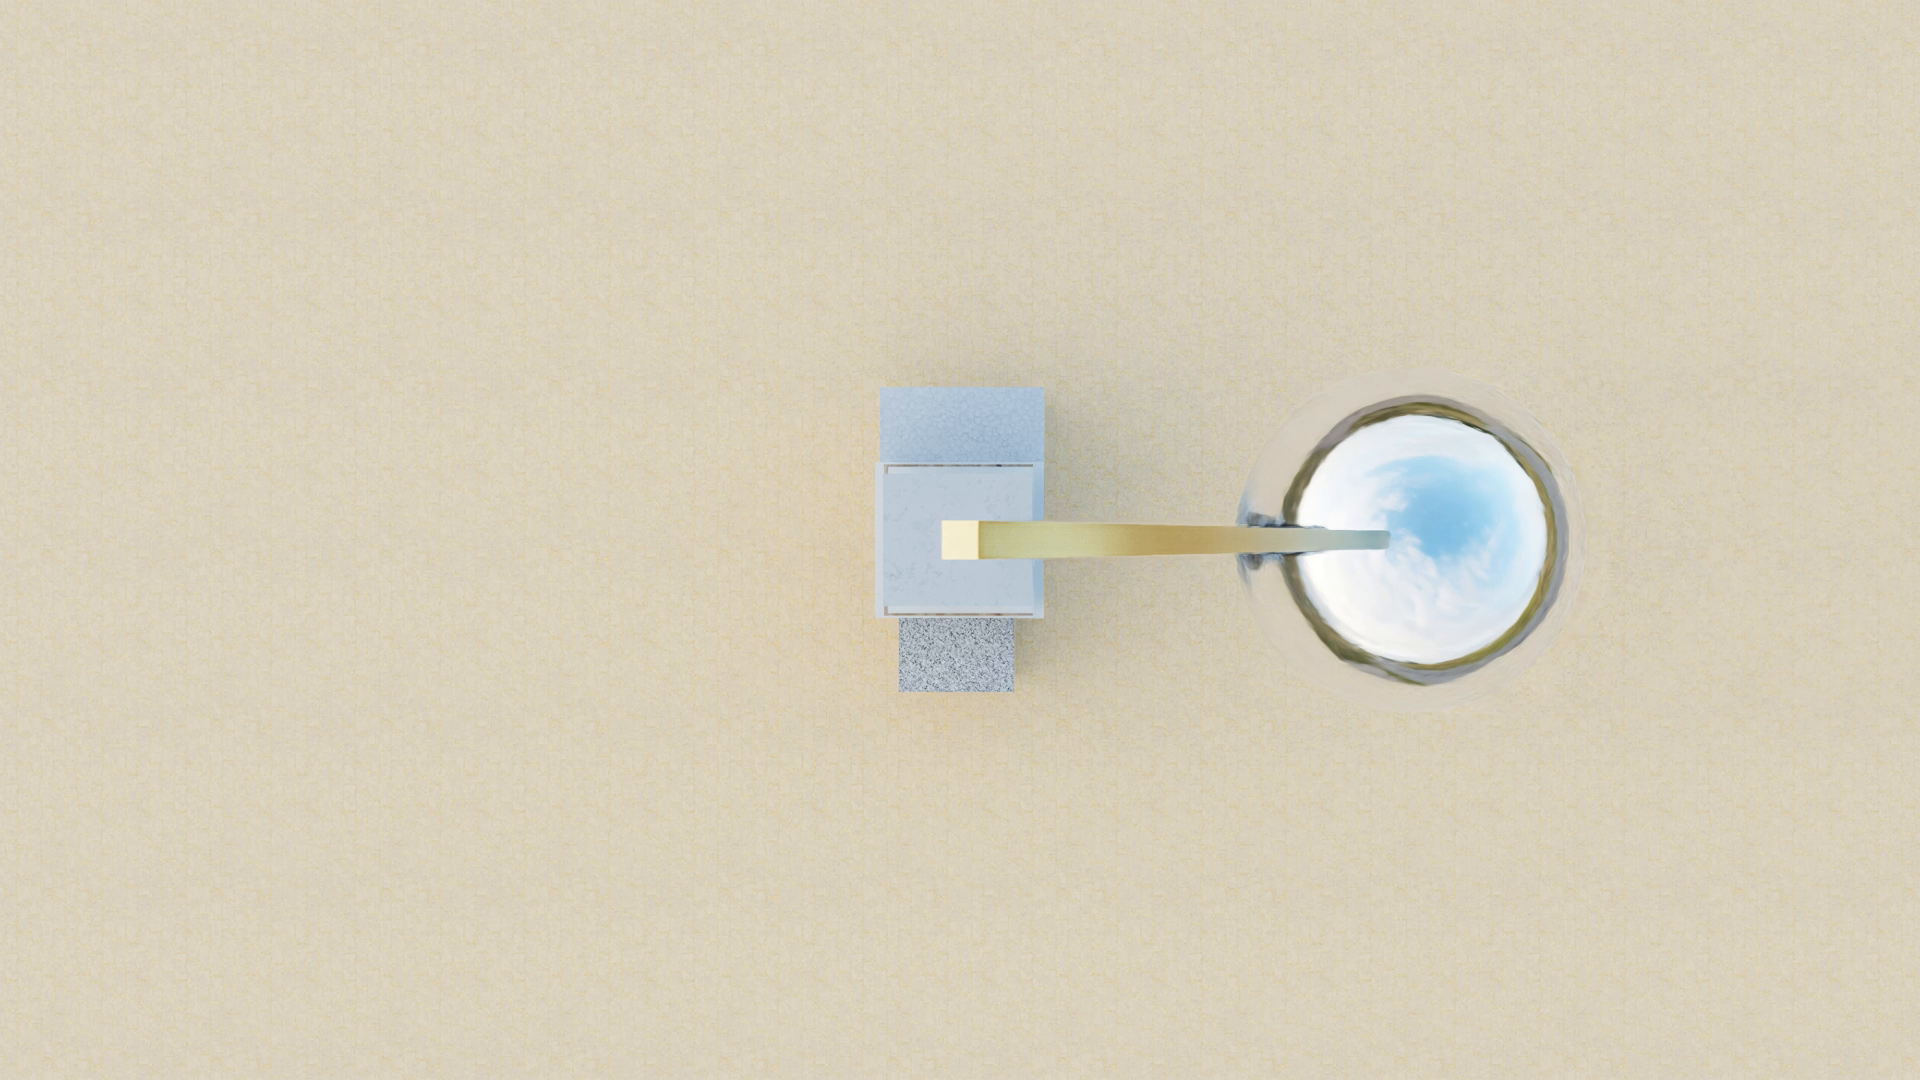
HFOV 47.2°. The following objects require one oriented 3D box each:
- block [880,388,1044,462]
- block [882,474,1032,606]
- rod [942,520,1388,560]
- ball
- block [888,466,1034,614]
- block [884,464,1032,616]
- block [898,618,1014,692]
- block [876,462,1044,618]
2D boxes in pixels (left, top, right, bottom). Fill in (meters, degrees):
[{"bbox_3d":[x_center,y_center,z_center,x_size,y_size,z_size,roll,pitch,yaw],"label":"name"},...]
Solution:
[{"bbox_3d":[0.012,-0.377,12.616,0.916,0.768,0.947,0,90,0],"label":"block"},{"bbox_3d":[-0.010,0.000,9.199,0.605,0.557,0.537,0,90,0],"label":"block"},{"bbox_3d":[0.899,0.000,6.992,0.080,5.200,0.080,0,90,20],"label":"rod"},{"bbox_3d":[2.074,0.000,10.182,1.600,1.600,1.600,0,90,0],"label":"ball"},{"bbox_3d":[0.005,0.000,10.332,0.662,0.717,0.663,0,90,0],"label":"block"},{"bbox_3d":[-0.008,0.000,11.032,0.724,0.682,0.736,0,90,0],"label":"block"},{"bbox_3d":[-0.020,0.479,12.654,0.645,0.692,0.744,0,90,0],"label":"block"},{"bbox_3d":[-0.003,0.000,11.803,0.872,0.859,0.806,0,90,0],"label":"block"}]
